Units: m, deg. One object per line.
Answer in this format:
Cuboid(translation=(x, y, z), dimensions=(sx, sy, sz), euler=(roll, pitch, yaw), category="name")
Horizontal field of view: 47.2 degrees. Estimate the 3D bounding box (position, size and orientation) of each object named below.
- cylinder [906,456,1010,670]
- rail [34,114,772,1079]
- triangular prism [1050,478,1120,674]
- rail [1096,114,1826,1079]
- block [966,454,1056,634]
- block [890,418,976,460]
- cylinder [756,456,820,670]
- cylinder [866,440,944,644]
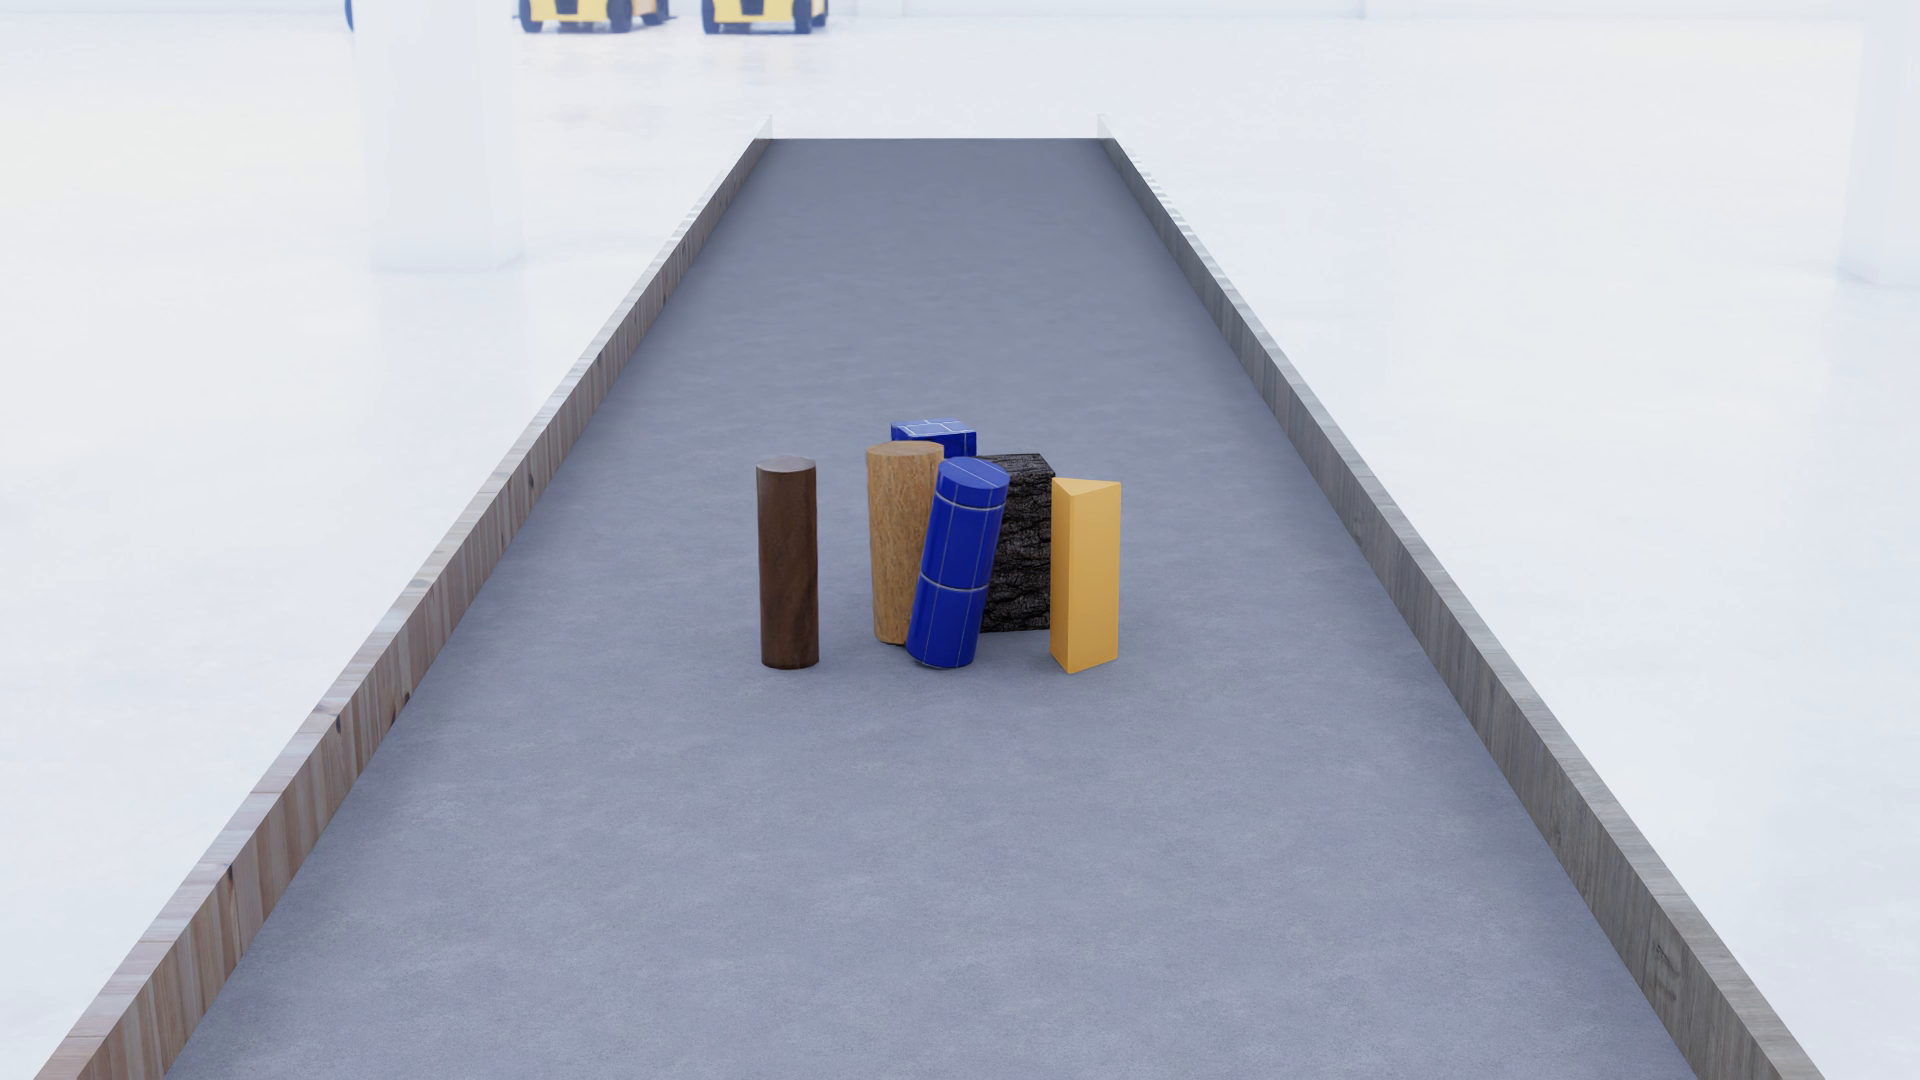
Cuboid(translation=(-0.006, 0.047, 4.332), dimensions=(0.140, 0.399, 0.140), euler=(9, 26, -4), category="cylinder")
Cuboid(translation=(-1.118, -0.838, 7.780), dimensions=(0.050, 0.150, 12.000), euler=(0, 17, -1), category="rail")
Cuboid(translation=(0.225, 0.063, 4.375), dimensions=(0.138, 0.364, 0.119), euler=(-15, 22, -41), category="triangular prism")
Cuboid(translation=(0.932, -0.844, 7.801), dimensions=(0.050, 0.150, 12.000), euler=(0, 17, -1), category="rail")
Cuboid(translation=(0.099, 0.005, 4.617), dimensions=(0.167, 0.338, 0.167), euler=(-3, 17, -9), category="block")
Cuboid(translation=(-0.059, -0.079, 4.873), dimensions=(0.147, 0.352, 0.147), euler=(-6, 18, -19), category="block")
Cuboid(translation=(-0.340, 0.045, 4.350), dimensions=(0.117, 0.410, 0.117), euler=(0, 18, 0), category="cylinder")
Cuboid(translation=(-0.104, 0.003, 4.513), dimensions=(0.159, 0.391, 0.159), euler=(-2, 14, 0), category="cylinder")
